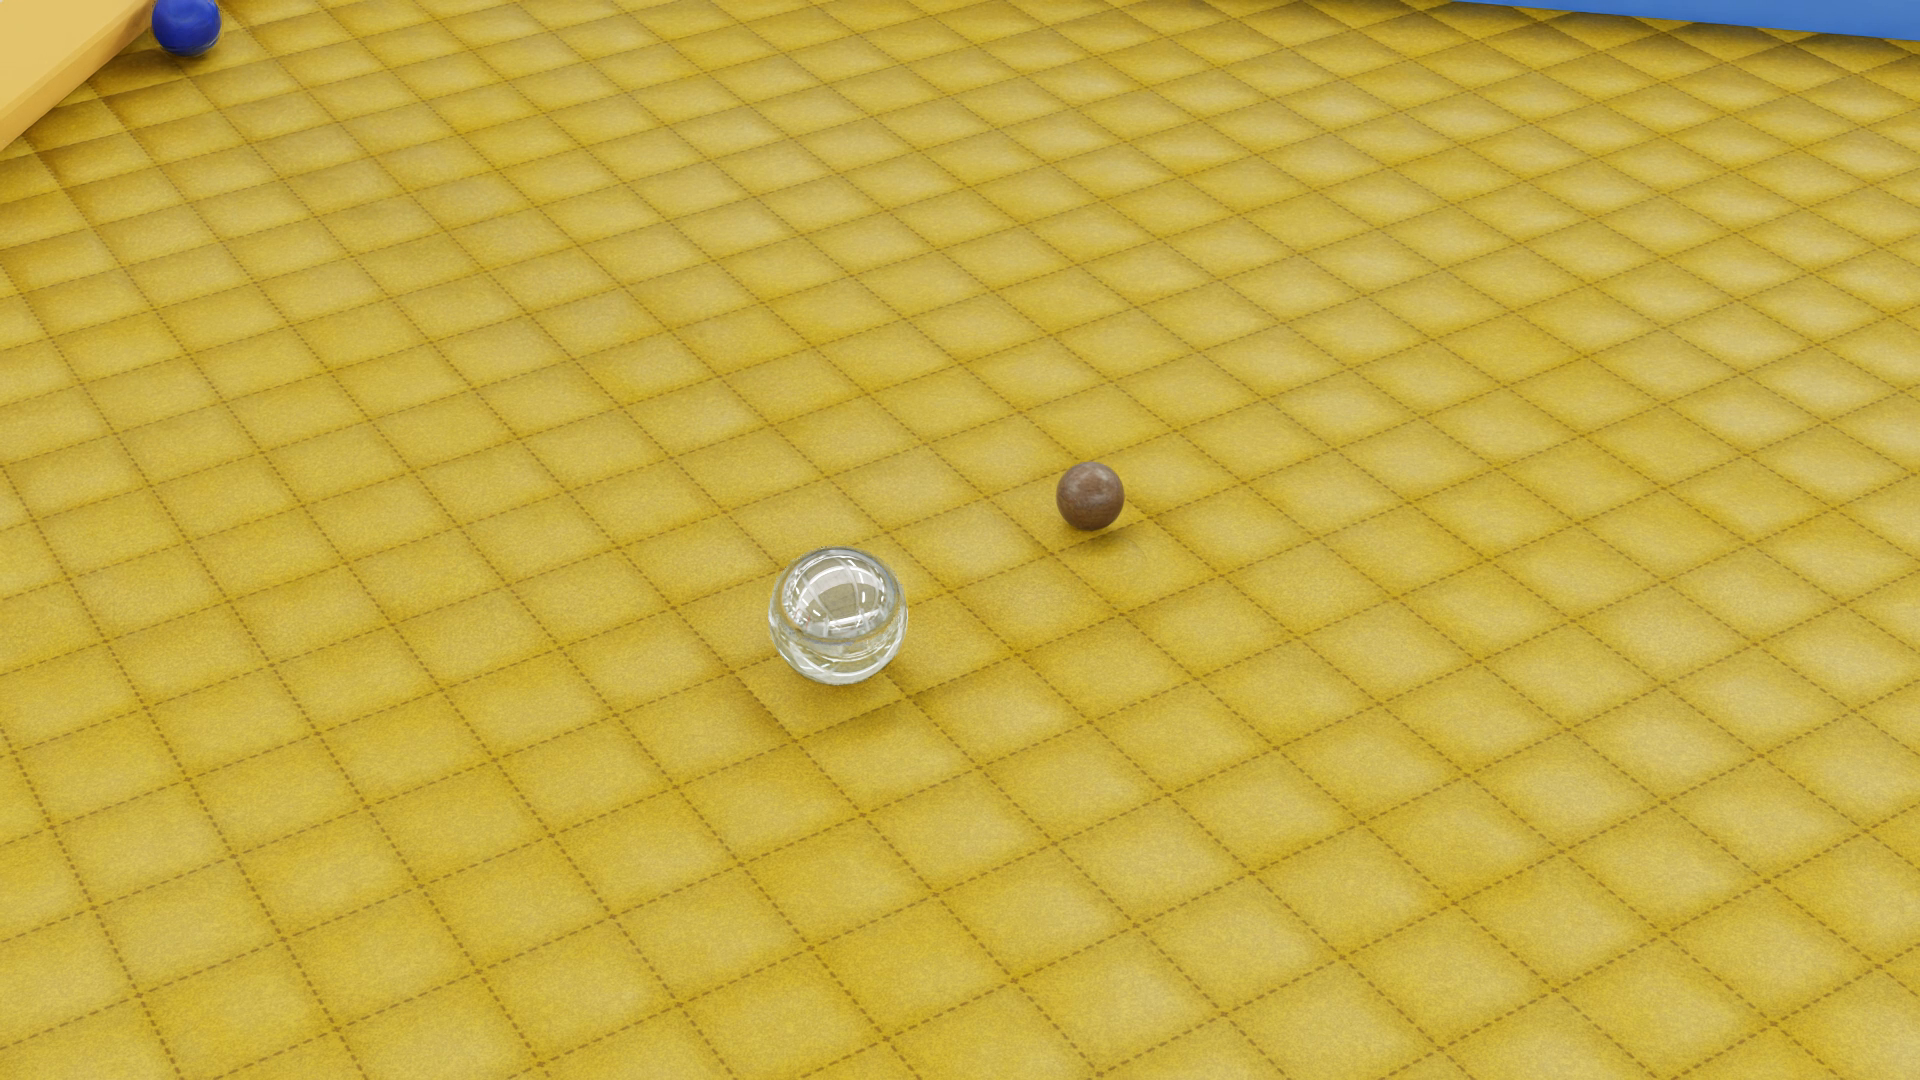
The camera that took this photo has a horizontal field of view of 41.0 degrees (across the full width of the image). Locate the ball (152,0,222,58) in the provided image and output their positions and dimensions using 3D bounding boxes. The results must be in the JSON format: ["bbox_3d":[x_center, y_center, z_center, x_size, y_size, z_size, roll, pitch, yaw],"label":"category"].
[{"bbox_3d":[-0.780,-0.523,2.590,0.069,0.069,0.069,0,35,0],"label":"ball"}]

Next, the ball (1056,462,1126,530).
[{"bbox_3d":[0.096,-0.032,1.898,0.052,0.052,0.052,0,35,0],"label":"ball"}]

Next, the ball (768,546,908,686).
[{"bbox_3d":[-0.083,0.051,1.739,0.095,0.095,0.095,0,35,0],"label":"ball"}]

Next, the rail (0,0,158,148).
[{"bbox_3d":[-0.992,-0.153,2.005,0.045,0.126,2.288,7,35,10],"label":"rail"}]

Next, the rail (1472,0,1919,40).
[{"bbox_3d":[1.262,-0.518,2.531,4.163,0.126,0.045,7,35,10],"label":"rail"}]
